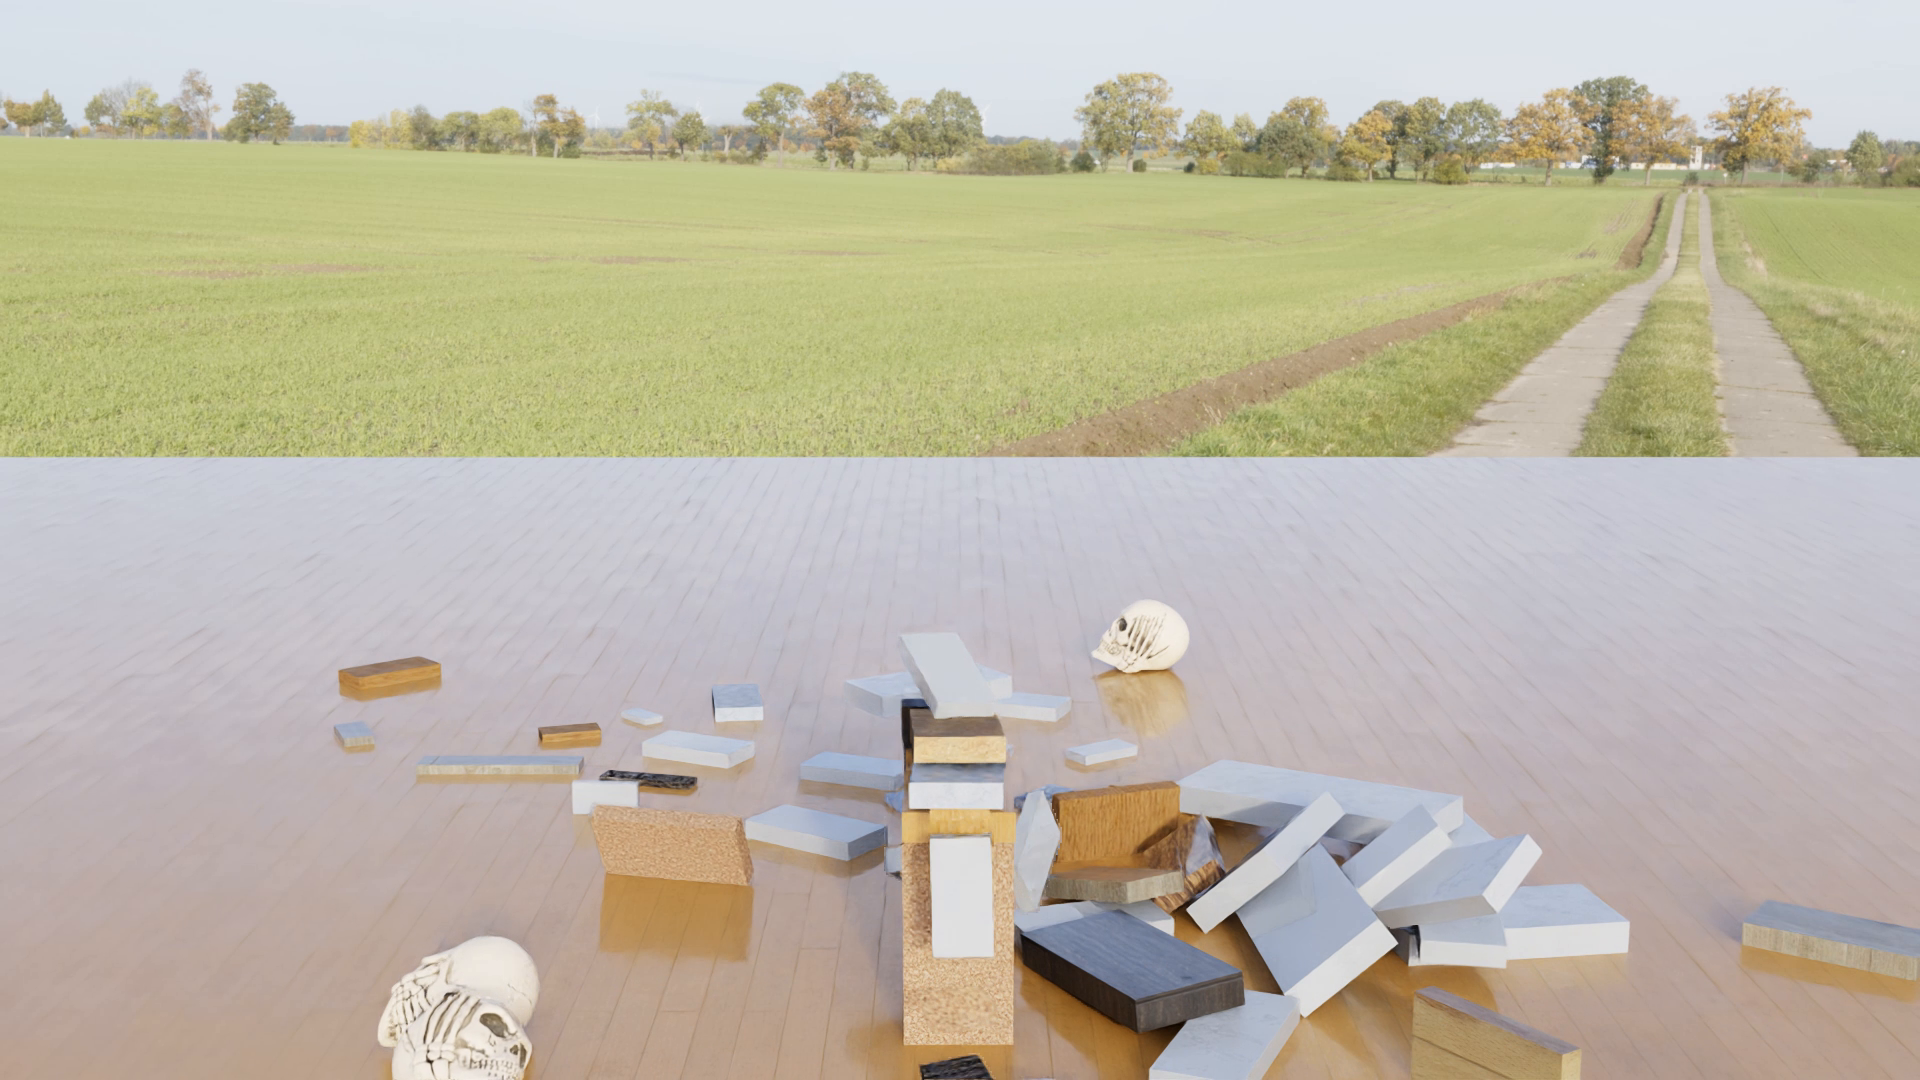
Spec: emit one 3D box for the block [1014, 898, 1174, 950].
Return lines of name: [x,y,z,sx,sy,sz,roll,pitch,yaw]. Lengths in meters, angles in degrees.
block: [0.202,0.609,3.474,0.243,0.034,0.121,-4,11,-19]

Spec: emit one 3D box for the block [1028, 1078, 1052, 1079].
block: [0.247,0.726,2.759,0.355,0.030,0.106,5,-8,27]

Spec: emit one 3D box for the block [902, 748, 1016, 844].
block: [-0.002,0.359,3.115,0.153,0.043,0.305,0,11,0]

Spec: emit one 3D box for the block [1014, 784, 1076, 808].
block: [0.161,0.489,4.167,0.058,0.016,0.116,8,13,37]

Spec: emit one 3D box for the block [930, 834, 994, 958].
block: [0.003,0.464,2.871,0.079,0.158,0.022,-1,6,3]

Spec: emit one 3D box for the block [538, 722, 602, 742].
block: [-0.820,0.405,4.620,0.122,0.017,0.061,-4,11,-18]

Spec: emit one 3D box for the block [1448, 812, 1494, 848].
block: [0.825,0.529,3.859,0.178,0.050,0.356,-1,11,-7]

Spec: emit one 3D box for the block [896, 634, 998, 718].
block: [-0.020,0.193,3.153,0.090,0.025,0.180,1,30,-22]

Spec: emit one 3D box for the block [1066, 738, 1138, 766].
block: [0.288,0.431,4.474,0.133,0.019,0.067,-7,13,-34]

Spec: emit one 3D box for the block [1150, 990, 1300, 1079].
block: [0.368,0.692,3.020,0.125,0.035,0.313,4,11,22]

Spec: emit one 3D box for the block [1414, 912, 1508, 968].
block: [0.758,0.578,3.357,0.125,0.035,0.250,3,15,7]

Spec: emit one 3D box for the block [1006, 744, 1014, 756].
block: [0.063,0.437,4.445,0.061,0.017,0.122,3,11,15]

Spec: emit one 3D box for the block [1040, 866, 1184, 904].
block: [0.244,0.560,3.582,0.116,0.033,0.231,-5,-2,-35]

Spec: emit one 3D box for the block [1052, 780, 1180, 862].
block: [0.273,0.494,3.862,0.231,0.116,0.033,-4,16,-20]

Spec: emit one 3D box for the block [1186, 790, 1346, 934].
block: [0.505,0.524,3.604,0.172,0.049,0.345,-43,-10,26]

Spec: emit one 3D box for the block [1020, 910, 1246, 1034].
block: [0.247,0.627,3.223,0.172,0.049,0.365,-9,9,-23]

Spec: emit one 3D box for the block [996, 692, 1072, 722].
block: [0.086,0.358,4.837,0.301,0.029,0.103,4,11,22]

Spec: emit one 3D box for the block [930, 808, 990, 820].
block: [0.001,0.348,2.977,0.079,0.022,0.158,0,8,0]

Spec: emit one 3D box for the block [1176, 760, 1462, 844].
block: [0.633,0.470,3.924,0.485,0.050,0.178,5,14,37]

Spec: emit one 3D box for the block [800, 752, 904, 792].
block: [-0.199,0.454,4.323,0.205,0.029,0.103,5,11,23]

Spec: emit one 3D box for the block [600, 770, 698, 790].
block: [-0.608,0.468,4.291,0.186,0.013,0.045,3,11,15]

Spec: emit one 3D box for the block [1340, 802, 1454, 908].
block: [0.643,0.520,3.430,0.257,0.036,0.128,-40,7,6]

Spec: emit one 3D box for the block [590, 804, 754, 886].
block: [-0.486,0.515,3.714,0.257,0.129,0.036,3,38,14]

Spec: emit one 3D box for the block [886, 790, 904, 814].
block: [-0.092,0.496,4.131,0.058,0.016,0.116,-5,12,-24]

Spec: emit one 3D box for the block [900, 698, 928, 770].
block: [-0.038,0.324,3.286,0.090,0.180,0.025,-2,21,3]

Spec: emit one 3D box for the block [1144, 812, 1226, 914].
block: [0.374,0.539,3.672,0.121,0.034,0.243,-35,8,7]

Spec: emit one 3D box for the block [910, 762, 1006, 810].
block: [-0.001,0.317,2.989,0.123,0.035,0.246,0,8,2]

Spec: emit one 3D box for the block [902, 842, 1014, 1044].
block: [-0.002,0.549,3.052,0.153,0.305,0.043,0,12,0]

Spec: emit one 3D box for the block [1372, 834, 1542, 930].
block: [0.713,0.524,3.326,0.129,0.036,0.378,-44,8,-29]

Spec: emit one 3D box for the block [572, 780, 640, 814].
block: [-0.659,0.480,4.092,0.122,0.061,0.017,1,12,4]

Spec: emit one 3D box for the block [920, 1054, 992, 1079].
block: [-0.003,0.706,2.866,0.079,0.022,0.158,-10,1,-7]

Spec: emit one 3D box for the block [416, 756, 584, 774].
block: [-0.915,0.448,4.381,0.321,0.019,0.067,0,11,0]

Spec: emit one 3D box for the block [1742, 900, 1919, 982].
block: [1.364,0.619,3.413,0.257,0.036,0.129,8,13,35]

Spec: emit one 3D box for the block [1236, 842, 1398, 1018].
block: [0.531,0.581,3.313,0.172,0.049,0.345,-39,11,3]

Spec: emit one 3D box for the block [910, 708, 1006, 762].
block: [-0.006,0.270,3.056,0.123,0.035,0.246,0,4,-3]

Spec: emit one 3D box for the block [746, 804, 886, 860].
block: [-0.258,0.523,3.941,0.231,0.033,0.116,7,13,34]

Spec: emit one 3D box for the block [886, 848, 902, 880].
block: [-0.033,0.515,3.485,0.123,0.035,0.441,-7,-12,3]

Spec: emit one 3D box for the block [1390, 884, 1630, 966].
block: [0.845,0.603,3.459,0.356,0.050,0.178,-2,11,-9]

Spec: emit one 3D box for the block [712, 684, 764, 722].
block: [-0.491,0.357,4.843,0.103,0.029,0.206,-2,11,-8]

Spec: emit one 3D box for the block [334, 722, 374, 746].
block: [-1.270,0.407,4.609,0.061,0.017,0.122,-5,12,-25]

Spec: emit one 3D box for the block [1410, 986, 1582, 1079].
block: [0.690,0.679,2.847,0.035,0.125,0.250,-7,13,-34]

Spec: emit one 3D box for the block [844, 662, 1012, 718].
block: [-0.054,0.254,3.745,0.256,0.036,0.128,-7,12,-32]

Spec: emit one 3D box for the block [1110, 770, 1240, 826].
block: [0.427,0.484,4.139,0.257,0.036,0.128,7,13,33]

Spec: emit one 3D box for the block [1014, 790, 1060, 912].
block: [0.112,0.483,3.424,0.025,0.090,0.180,-10,30,22]

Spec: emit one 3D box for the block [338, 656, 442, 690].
block: [-1.323,0.308,5.106,0.206,0.029,0.103,-9,14,-41]

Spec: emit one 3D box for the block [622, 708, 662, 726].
block: [-0.688,0.382,4.755,0.045,0.013,0.091,-9,14,-41]

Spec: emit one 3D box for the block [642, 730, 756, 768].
block: [-0.532,0.425,4.476,0.205,0.029,0.103,5,12,26]
